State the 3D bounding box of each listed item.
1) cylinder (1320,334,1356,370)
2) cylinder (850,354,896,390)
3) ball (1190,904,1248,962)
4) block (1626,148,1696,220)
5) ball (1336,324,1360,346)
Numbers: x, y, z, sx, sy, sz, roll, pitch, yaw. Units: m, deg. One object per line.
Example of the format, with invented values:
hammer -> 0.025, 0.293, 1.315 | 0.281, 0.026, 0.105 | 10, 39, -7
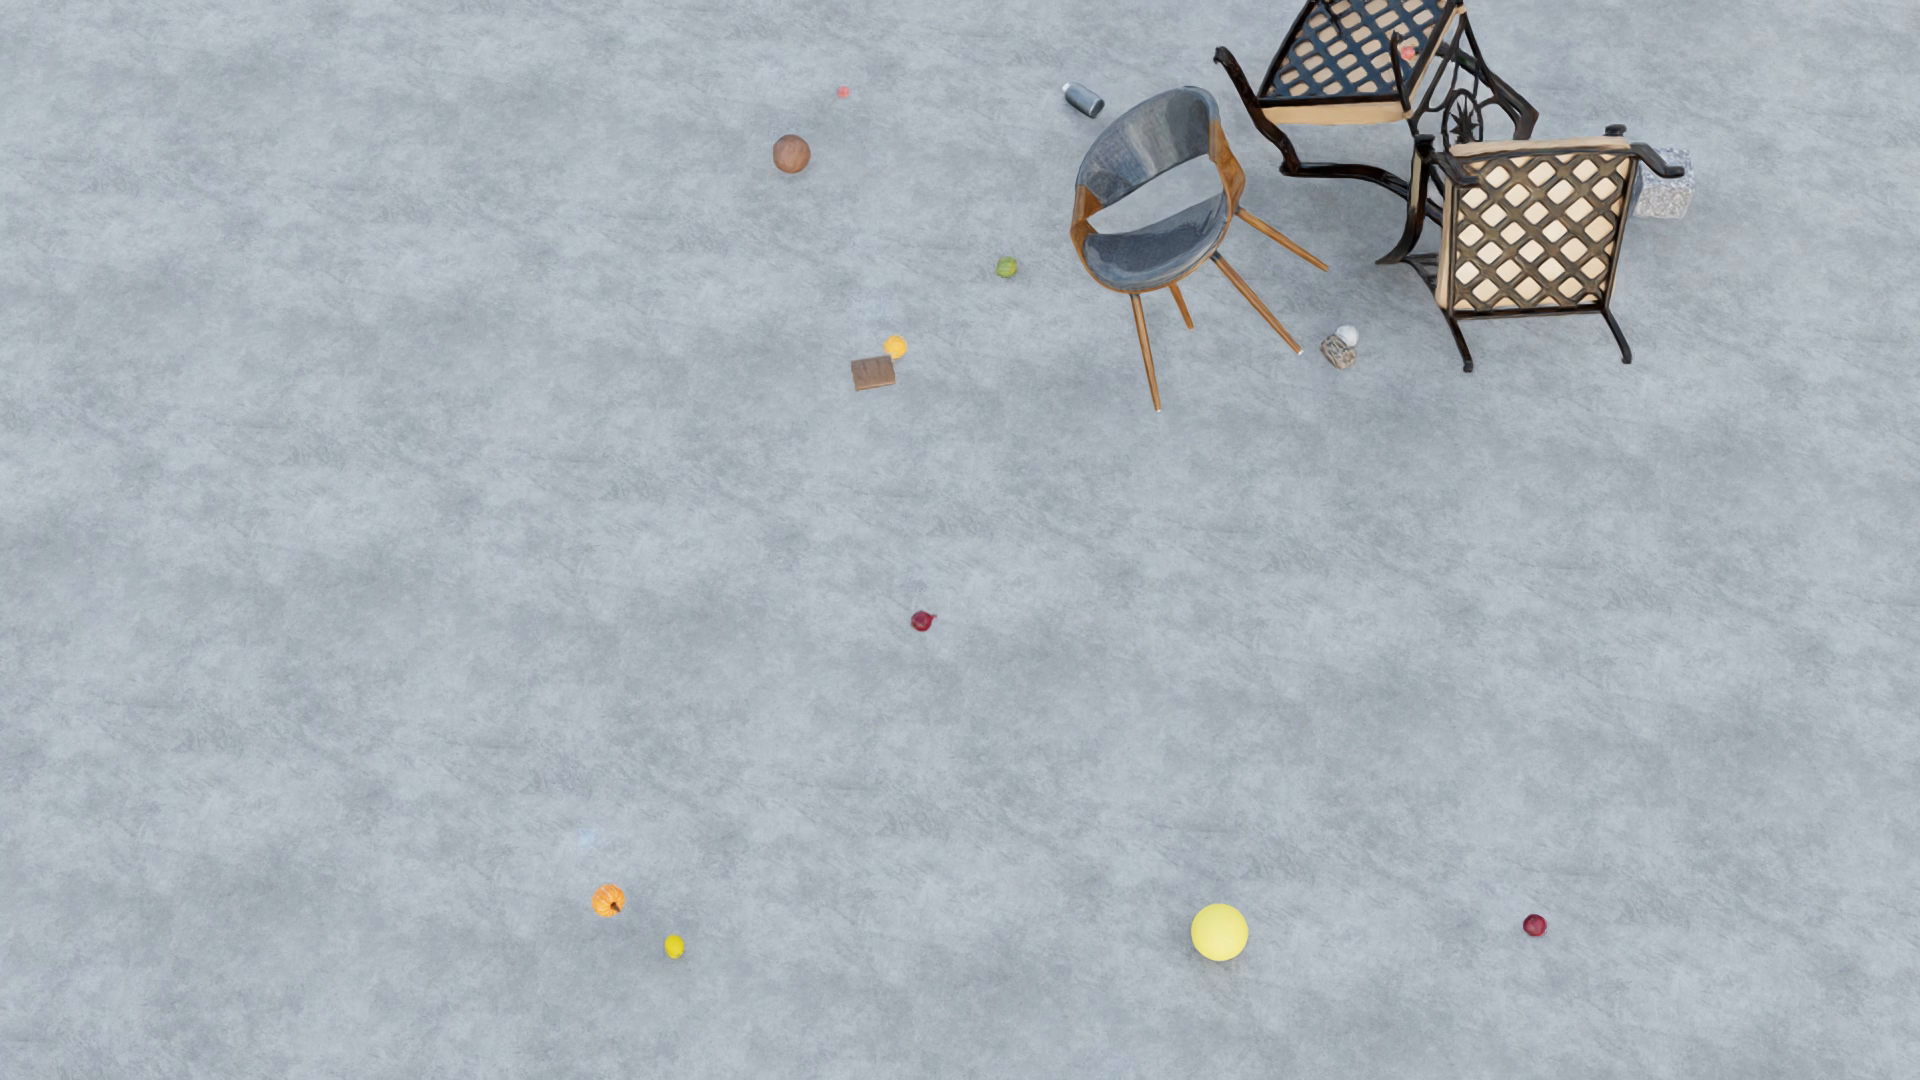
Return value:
cylinder -> 1.186, -0.589, 6.900 | 0.074, 0.099, 0.081 | -45, 61, 10
cylinder -> -0.266, -0.515, 6.744 | 0.125, 0.048, 0.122 | -10, 50, -3
ball -> 0.683, 1.032, 5.791 | 0.150, 0.150, 0.150 | 0, 56, 0
block -> 2.318, -1.179, 7.274 | 0.167, 0.151, 0.170 | 3, 56, 2
ball -> 1.226, -0.647, 6.963 | 0.074, 0.074, 0.074 | 0, 56, 0
